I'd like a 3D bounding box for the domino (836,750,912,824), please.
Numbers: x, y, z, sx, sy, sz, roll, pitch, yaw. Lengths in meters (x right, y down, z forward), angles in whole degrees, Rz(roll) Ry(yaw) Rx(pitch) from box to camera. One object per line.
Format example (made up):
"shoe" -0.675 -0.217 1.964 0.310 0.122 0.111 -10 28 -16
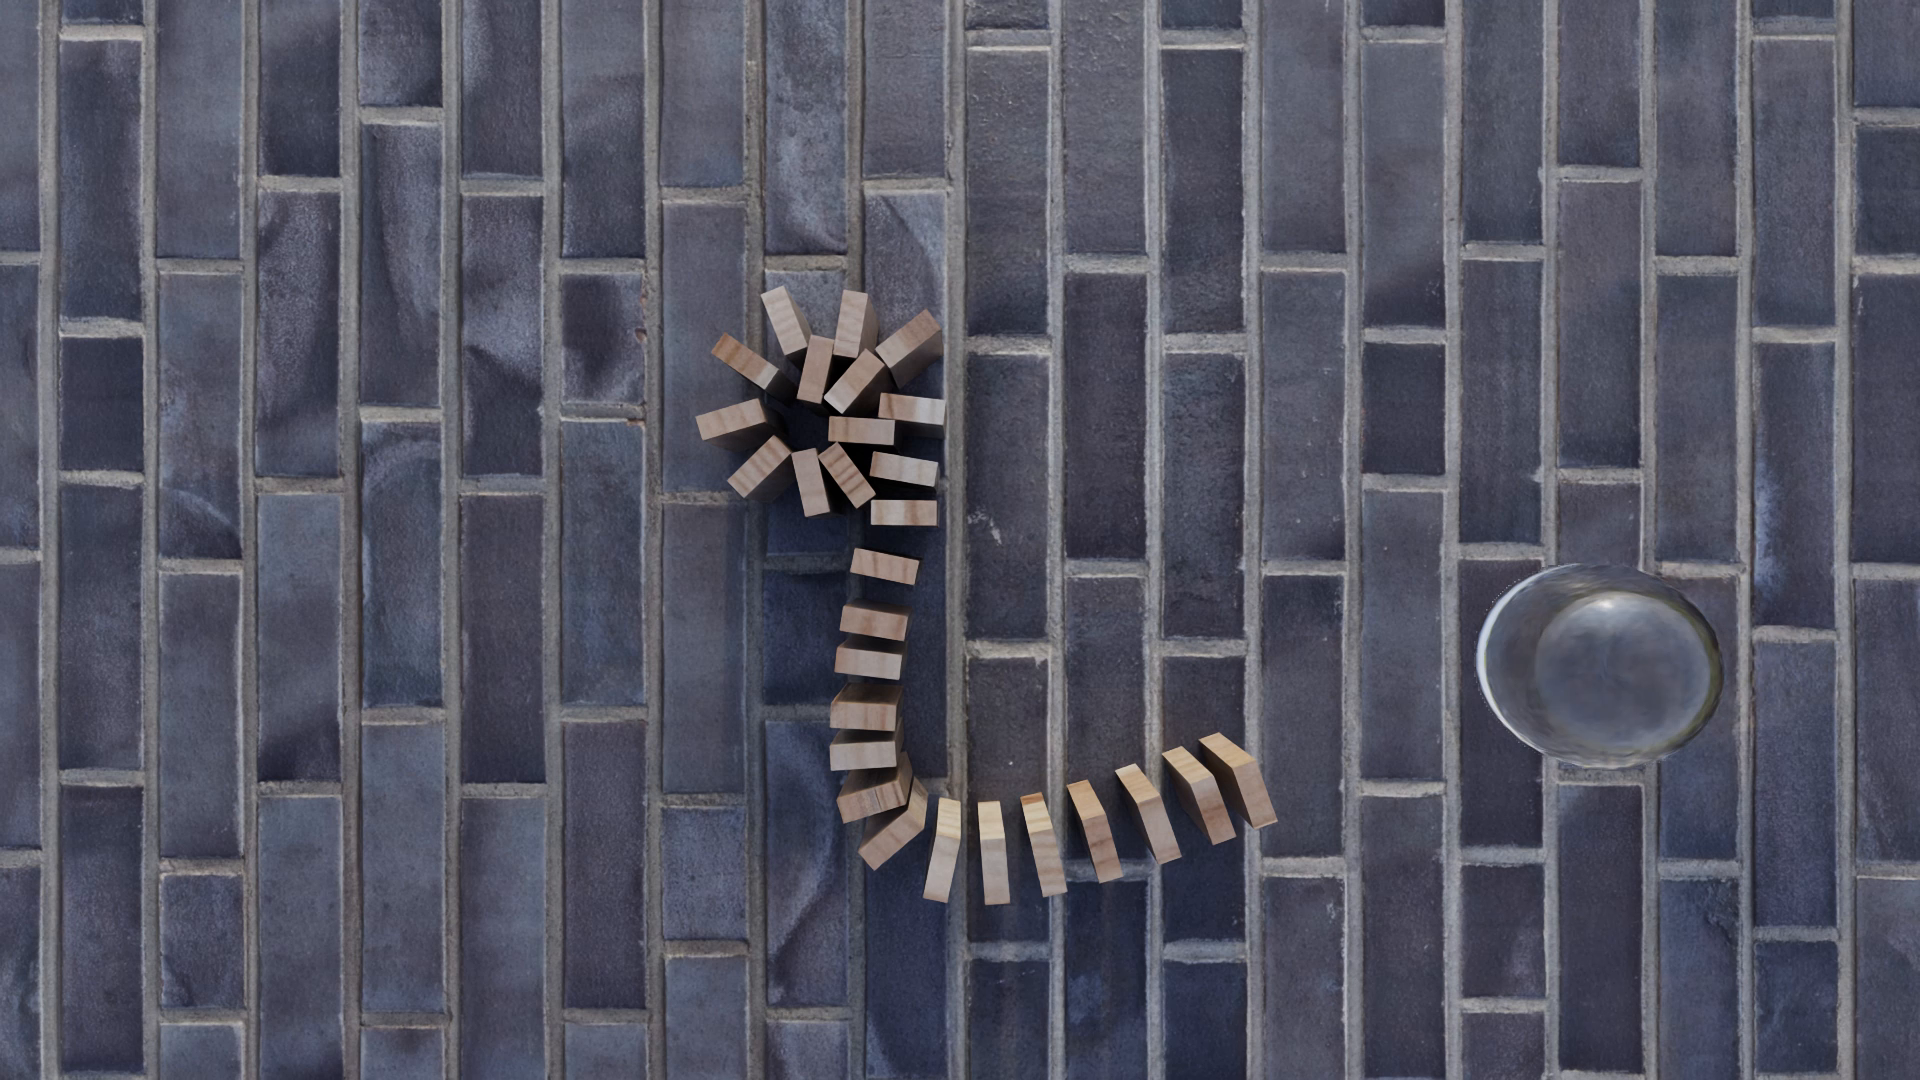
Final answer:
"domino" -0.034 0.100 0.375 0.025 0.050 0.010 -17 90 0

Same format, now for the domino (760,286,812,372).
"domino" -0.067 -0.084 0.375 0.009 0.050 0.025 -22 90 0

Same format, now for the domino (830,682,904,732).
"domino" -0.037 0.068 0.375 0.025 0.050 0.010 3 90 0

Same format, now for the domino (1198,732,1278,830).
"domino" 0.113 0.097 0.375 0.010 0.050 0.025 -20 90 0

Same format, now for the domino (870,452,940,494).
"domino" -0.022 -0.027 0.375 0.025 0.050 0.010 10 90 0

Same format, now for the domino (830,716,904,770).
"domino" -0.037 0.083 0.375 0.025 0.050 0.010 -4 90 0

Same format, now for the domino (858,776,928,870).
"domino" -0.026 0.115 0.375 0.025 0.050 0.009 -40 90 0

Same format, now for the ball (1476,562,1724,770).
"ball" 0.248 0.049 0.360 0.080 0.080 0.080 0 90 0

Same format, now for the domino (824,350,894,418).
"domino" -0.041 -0.061 0.375 0.009 0.050 0.025 41 90 0

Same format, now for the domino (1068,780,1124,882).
"domino" 0.055 0.118 0.375 0.009 0.050 0.025 -16 90 0

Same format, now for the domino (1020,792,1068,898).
"domino" 0.034 0.123 0.375 0.009 0.050 0.025 -13 90 0

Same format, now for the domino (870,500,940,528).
"domino" -0.021 -0.010 0.375 0.025 0.050 0.010 1 90 0

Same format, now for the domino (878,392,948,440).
"domino" -0.018 -0.050 0.375 0.025 0.050 0.009 7 90 0

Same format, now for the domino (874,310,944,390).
"domino" -0.020 -0.077 0.375 0.025 0.050 0.010 -38 90 0

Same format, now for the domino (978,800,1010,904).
"domino" 0.013 0.127 0.375 0.009 0.050 0.025 -4 90 0

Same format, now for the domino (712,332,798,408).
"domino" -0.082 -0.068 0.375 0.025 0.050 0.009 34 90 0

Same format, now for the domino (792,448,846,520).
"domino" -0.057 -0.022 0.375 0.010 0.050 0.025 -13 90 0

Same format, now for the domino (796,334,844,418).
"domino" -0.055 -0.065 0.375 0.010 0.050 0.025 13 90 0

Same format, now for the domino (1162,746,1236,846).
"domino" 0.097 0.103 0.375 0.010 0.050 0.025 -21 90 0

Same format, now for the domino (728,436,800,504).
"domino" -0.077 -0.028 0.375 0.025 0.050 0.009 -44 90 0

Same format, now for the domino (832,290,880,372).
"domino" -0.042 -0.083 0.375 0.010 0.050 0.025 10 90 0

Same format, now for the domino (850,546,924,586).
"domino" -0.029 0.010 0.375 0.025 0.050 0.009 12 90 0

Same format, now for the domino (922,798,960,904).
"domino" -0.007 0.125 0.375 0.010 0.050 0.025 12 90 0

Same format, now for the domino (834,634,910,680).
"domino" -0.035 0.047 0.375 0.025 0.050 0.009 7 90 0

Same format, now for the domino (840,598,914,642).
"domino" -0.033 0.032 0.375 0.025 0.050 0.009 9 90 0

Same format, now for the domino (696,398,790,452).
"domino" -0.088 -0.046 0.375 0.025 0.050 0.010 -17 90 0

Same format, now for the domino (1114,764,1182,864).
"domino" 0.076 0.111 0.375 0.010 0.050 0.025 -19 90 0

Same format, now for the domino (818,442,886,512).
"domino" -0.043 -0.025 0.375 0.009 0.050 0.025 -37 90 0

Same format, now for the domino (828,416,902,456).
"domino" -0.038 -0.042 0.375 0.025 0.050 0.009 4 90 0
